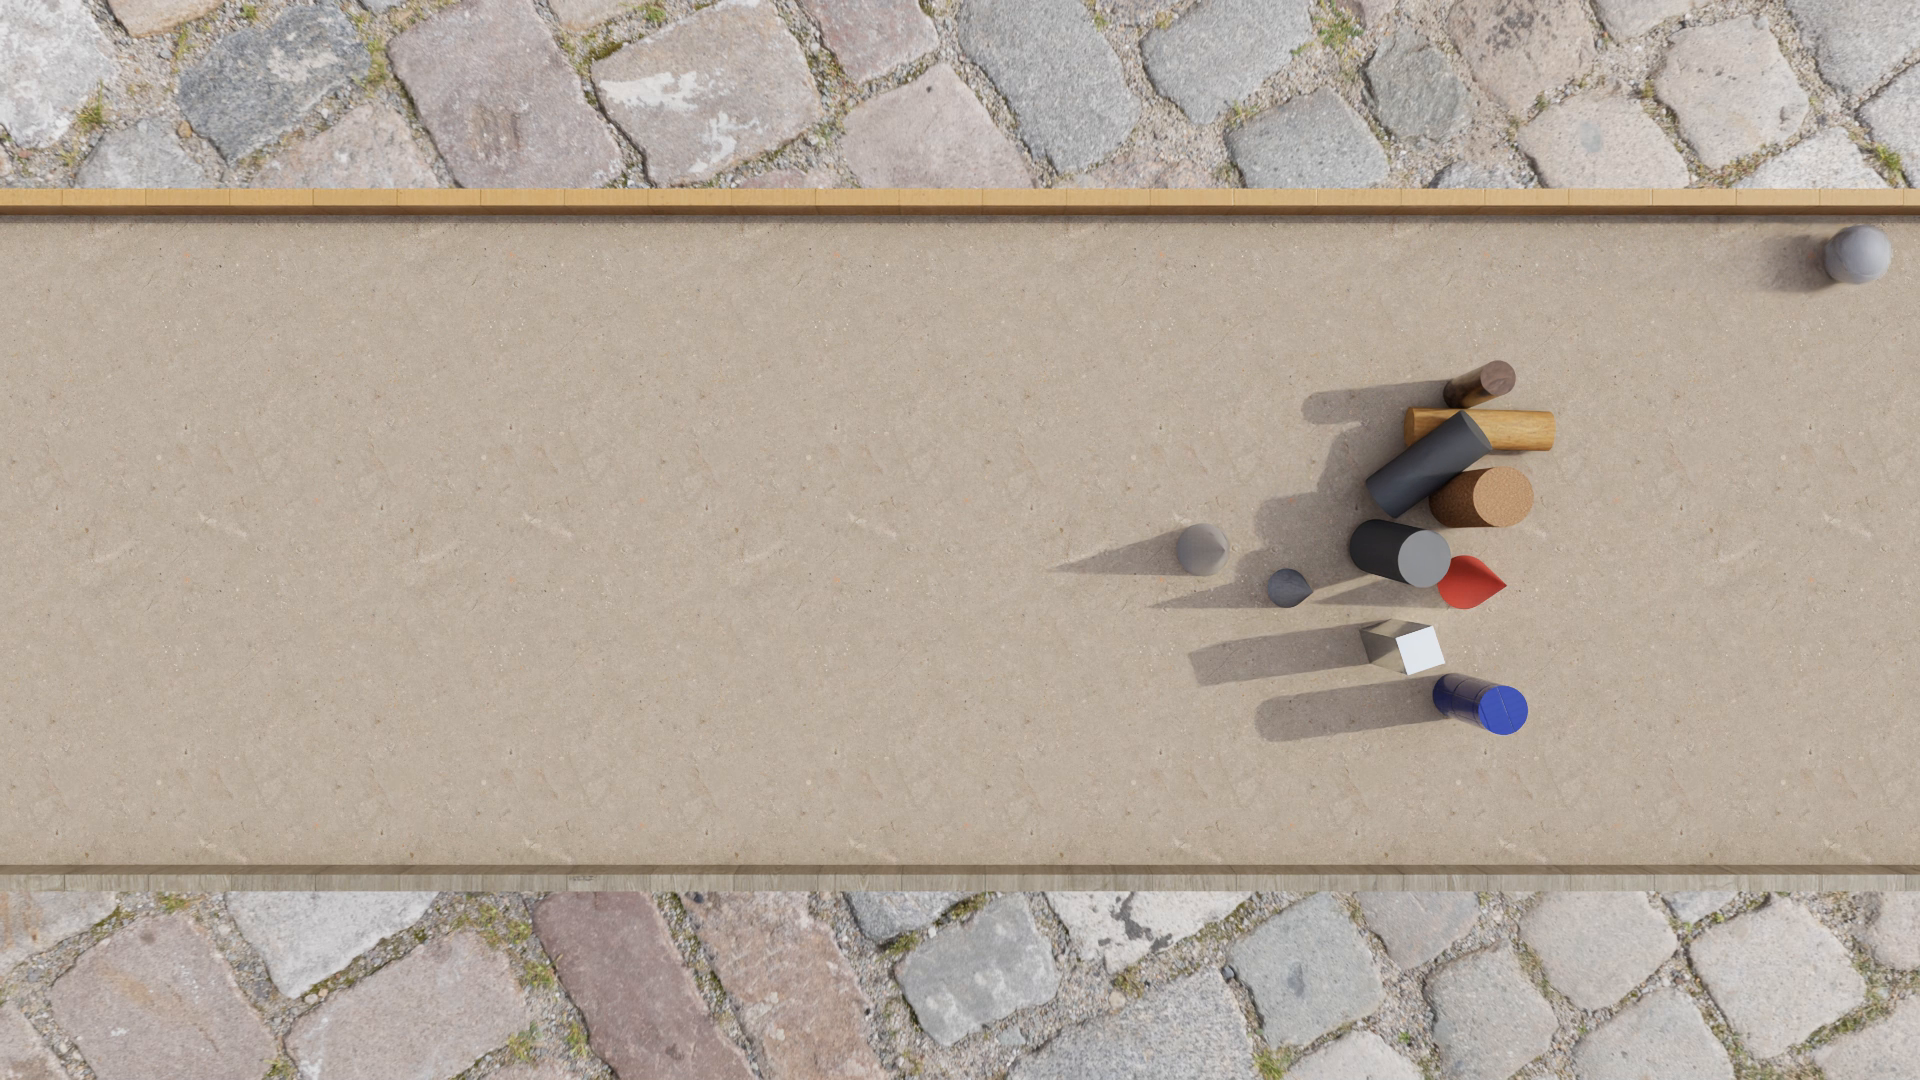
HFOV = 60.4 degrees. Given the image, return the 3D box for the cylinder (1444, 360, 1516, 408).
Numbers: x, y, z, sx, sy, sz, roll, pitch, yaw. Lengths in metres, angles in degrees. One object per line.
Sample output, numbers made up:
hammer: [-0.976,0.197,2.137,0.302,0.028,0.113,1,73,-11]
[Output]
cylinder: [1.539,-0.456,4.897,0.102,0.355,0.102,0,87,-1]

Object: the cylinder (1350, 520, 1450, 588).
cylinder: [1.305,0.037,4.906,0.168,0.310,0.168,-2,97,-13]

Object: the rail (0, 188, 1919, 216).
rail: [-2.247,-1.025,5.002,12.000,0.150,0.050,0,90,0]

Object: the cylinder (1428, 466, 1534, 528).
cylinder: [1.528,-0.122,4.856,0.171,0.440,0.171,0,90,0]

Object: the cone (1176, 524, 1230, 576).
cone: [0.749,0.030,4.867,0.164,0.419,0.164,0,90,0]

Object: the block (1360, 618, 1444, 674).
block: [1.296,0.311,4.860,0.110,0.432,0.110,-18,90,0]

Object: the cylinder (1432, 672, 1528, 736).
cylinder: [1.524,0.478,4.851,0.139,0.451,0.139,0,90,0]

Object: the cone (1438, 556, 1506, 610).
cone: [1.553,0.130,4.877,0.166,0.399,0.166,0,90,0]

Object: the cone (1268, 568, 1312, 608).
cone: [1.007,0.148,4.887,0.122,0.378,0.122,0,90,0]

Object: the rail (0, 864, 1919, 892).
rail: [-2.247,1.025,5.001,12.000,0.150,0.050,0,90,0]

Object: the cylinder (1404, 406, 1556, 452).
cylinder: [1.578,-0.337,5.016,0.424,0.121,0.121,2,90,0]

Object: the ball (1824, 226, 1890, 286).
ball: [2.711,-0.861,4.987,0.179,0.179,0.179,0,90,0]

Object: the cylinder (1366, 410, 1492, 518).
cylinder: [1.401,-0.225,4.935,0.347,0.150,0.150,-39,90,25]
